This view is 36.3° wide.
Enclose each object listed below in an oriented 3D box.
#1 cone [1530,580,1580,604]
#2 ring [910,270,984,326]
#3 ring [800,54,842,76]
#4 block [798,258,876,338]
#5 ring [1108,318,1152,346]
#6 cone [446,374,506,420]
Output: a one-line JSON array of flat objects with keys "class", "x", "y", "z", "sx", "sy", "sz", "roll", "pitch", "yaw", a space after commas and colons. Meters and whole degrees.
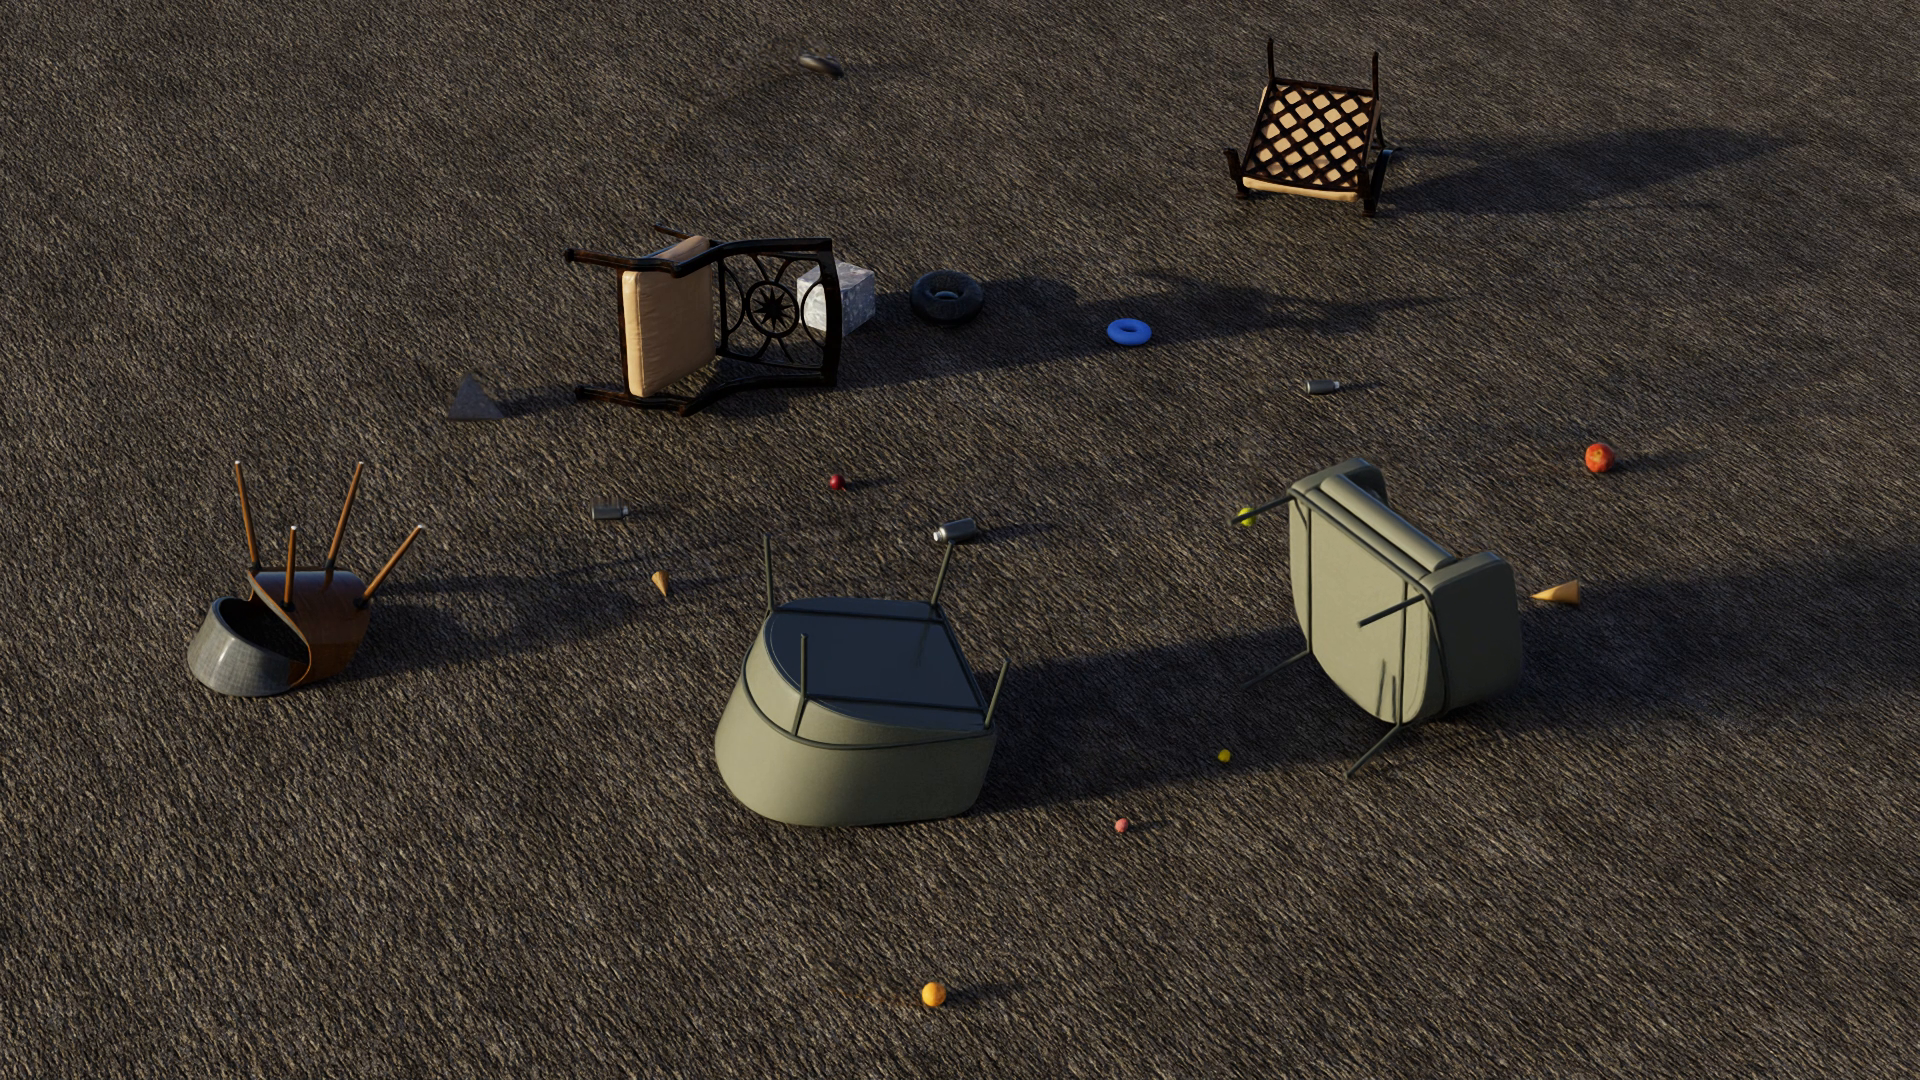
[{"class": "cone", "x": 2.146, "y": 0.197, "z": 10.606, "sx": 0.182, "sy": 0.089, "sz": 0.103, "roll": -6, "pitch": 29, "yaw": 17}, {"class": "ring", "x": -0.057, "y": -1.023, "z": 12.400, "sx": 0.317, "sy": 0.109, "sz": 0.383, "roll": -2, "pitch": 34, "yaw": -4}, {"class": "ring", "x": -0.678, "y": -2.318, "z": 14.329, "sx": 0.228, "sy": 0.060, "sz": 0.217, "roll": 22, "pitch": 5, "yaw": 44}, {"class": "block", "x": -0.519, "y": -1.019, "z": 12.305, "sx": 0.233, "sy": 0.205, "sz": 0.231, "roll": 20, "pitch": 38, "yaw": 28}, {"class": "ring", "x": 0.705, "y": -0.866, "z": 12.209, "sx": 0.188, "sy": 0.056, "sz": 0.173, "roll": 14, "pitch": 35, "yaw": 19}, {"class": "cone", "x": -1.902, "y": -0.526, "z": 11.665, "sx": 0.209, "sy": 0.207, "sz": 0.155, "roll": 25, "pitch": -5, "yaw": -6}]
